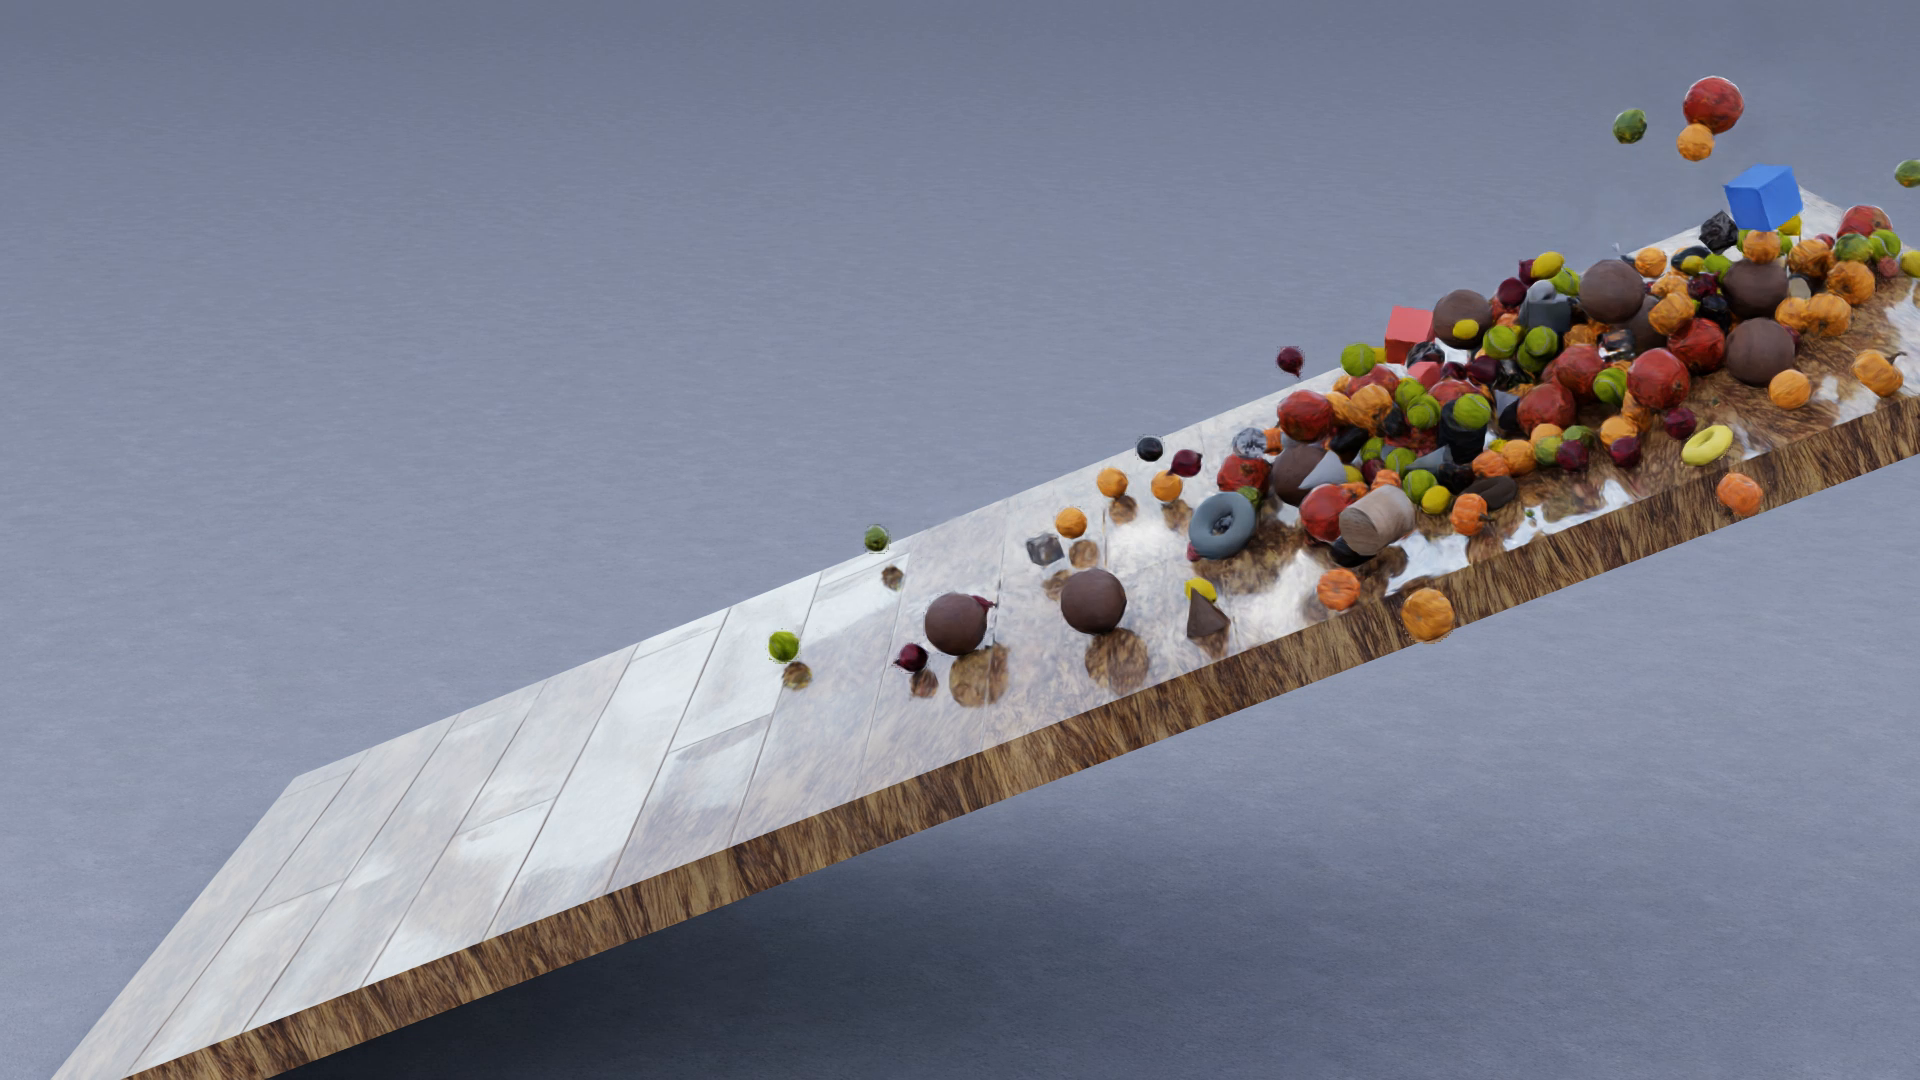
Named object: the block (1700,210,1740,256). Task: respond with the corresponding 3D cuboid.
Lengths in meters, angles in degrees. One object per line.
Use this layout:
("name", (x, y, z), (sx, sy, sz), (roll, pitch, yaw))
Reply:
("block", (1.507, -0.608, 5.833), (0.053, 0.053, 0.053), (-39, 19, 41))

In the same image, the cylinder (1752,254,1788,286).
("cylinder", (1.664, -0.552, 6.043), (0.063, 0.063, 0.063), (8, 16, 17))

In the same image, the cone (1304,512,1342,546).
("cone", (0.713, -0.014, 5.703), (0.068, 0.068, 0.068), (17, 21, 32))

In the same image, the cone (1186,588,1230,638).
("cone", (0.446, 0.124, 5.462), (0.086, 0.086, 0.086), (-21, 15, 6))

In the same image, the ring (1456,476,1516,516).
("ring", (0.982, -0.082, 5.491), (0.120, 0.040, 0.120), (-23, 12, 5))

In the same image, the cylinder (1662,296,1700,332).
("cylinder", (1.425, -0.446, 5.814), (0.052, 0.052, 0.052), (-33, -13, -9))

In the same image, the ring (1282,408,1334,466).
("ring", (0.746, -0.225, 6.309), (0.132, 0.132, 0.044), (-9, 19, -31))

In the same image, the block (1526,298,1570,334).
("block", (1.201, -0.456, 6.000), (0.062, 0.062, 0.062), (-9, 11, -23))

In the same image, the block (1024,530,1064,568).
("block", (0.184, 0.019, 6.387), (0.054, 0.054, 0.054), (-27, 23, -22))

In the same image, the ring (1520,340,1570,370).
("ring", (1.231, -0.373, 6.123), (0.141, 0.047, 0.141), (15, 22, -6))

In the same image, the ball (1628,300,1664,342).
("ball", (1.431, -0.458, 6.171), (0.087, 0.087, 0.087), (0, 14, 0))

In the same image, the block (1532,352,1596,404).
("block", (1.234, -0.332, 6.010), (0.077, 0.077, 0.077), (-29, 12, -24))

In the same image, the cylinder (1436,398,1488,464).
("cylinder", (0.979, -0.213, 5.734), (0.090, 0.090, 0.090), (-1, 49, 1))

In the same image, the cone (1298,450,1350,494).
("cone", (0.715, -0.120, 5.875), (0.092, 0.092, 0.092), (-22, 19, -10))

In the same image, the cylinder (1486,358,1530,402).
("cylinder", (1.116, -0.317, 5.987), (0.078, 0.078, 0.078), (0, 28, -1))

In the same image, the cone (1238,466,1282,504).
("cone", (0.639, -0.105, 6.211), (0.089, 0.089, 0.089), (9, 16, 15))

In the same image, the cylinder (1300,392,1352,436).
("cylinder", (0.770, -0.264, 6.187), (0.082, 0.082, 0.082), (11, 17, 28))

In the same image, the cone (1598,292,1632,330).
("cone", (1.376, -0.491, 6.129), (0.074, 0.074, 0.074), (9, 55, 31))

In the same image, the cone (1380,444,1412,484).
("cone", (0.869, -0.142, 5.968), (0.074, 0.074, 0.074), (15, 64, 45))

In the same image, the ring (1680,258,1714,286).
("ring", (1.562, -0.567, 6.228), (0.080, 0.027, 0.080), (24, 29, -15))

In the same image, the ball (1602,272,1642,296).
("ball", (1.466, -0.552, 6.516), (0.085, 0.085, 0.085), (0, 14, 0))

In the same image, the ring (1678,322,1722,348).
("ring", (1.495, -0.414, 5.939), (0.092, 0.031, 0.092), (-12, -13, -3))

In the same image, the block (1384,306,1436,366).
("block", (1.030, -0.464, 6.724), (0.094, 0.094, 0.094), (10, 60, 18))

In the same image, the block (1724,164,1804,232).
("block", (1.549, -0.659, 5.666), (0.092, 0.092, 0.092), (-33, 23, -21))

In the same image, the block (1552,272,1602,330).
("block", (1.373, -0.531, 6.570), (0.094, 0.094, 0.094), (-9, 18, 48))

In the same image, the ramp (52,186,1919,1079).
("ramp", (0.126, 0.172, 6.289), (4.000, 0.100, 2.000), (-21, 12, 8))

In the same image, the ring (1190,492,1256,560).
("ring", (0.528, -0.029, 5.914), (0.149, 0.149, 0.050), (13, -17, 42))

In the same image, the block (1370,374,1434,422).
("block", (0.948, -0.291, 6.320), (0.092, 0.092, 0.092), (-23, 12, 0))

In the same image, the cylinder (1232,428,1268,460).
("cylinder", (0.582, -0.194, 5.908), (0.062, 0.062, 0.062), (-1, -1, -5))

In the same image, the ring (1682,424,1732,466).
("ring", (1.314, -0.166, 5.171), (0.098, 0.033, 0.098), (-36, 12, 9))

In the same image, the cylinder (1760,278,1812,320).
("cylinder", (1.655, -0.483, 5.895), (0.072, 0.072, 0.072), (-13, -2, -42))

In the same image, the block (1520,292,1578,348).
("block", (1.235, -0.467, 6.170), (0.083, 0.083, 0.083), (18, -13, 29))

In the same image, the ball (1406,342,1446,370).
("ball", (1.049, -0.403, 6.622), (0.090, 0.090, 0.090), (0, 14, 0))

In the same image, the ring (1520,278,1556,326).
("ring", (1.195, -0.487, 6.083), (0.036, 0.109, 0.109), (9, 17, 41))

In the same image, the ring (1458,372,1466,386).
("ring", (1.072, -0.347, 6.486), (0.087, 0.029, 0.087), (-22, 13, 5))

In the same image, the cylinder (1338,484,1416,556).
("cylinder", (0.760, -0.036, 5.356), (0.099, 0.099, 0.099), (-30, 28, -31))

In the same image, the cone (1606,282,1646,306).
("cone", (1.395, -0.492, 6.213), (0.084, 0.084, 0.084), (13, 12, -3))

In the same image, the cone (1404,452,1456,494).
("cone", (0.902, -0.141, 5.705), (0.088, 0.088, 0.088), (18, 21, 25))

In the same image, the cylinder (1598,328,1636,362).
("cylinder", (1.265, -0.375, 5.667), (0.057, 0.057, 0.057), (-13, 15, -3))

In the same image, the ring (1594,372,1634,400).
("ring", (1.309, -0.308, 5.887), (0.083, 0.028, 0.083), (-21, 21, 9))

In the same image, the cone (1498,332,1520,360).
("cone", (1.214, -0.439, 6.543), (0.058, 0.058, 0.058), (-20, 9, 3))
